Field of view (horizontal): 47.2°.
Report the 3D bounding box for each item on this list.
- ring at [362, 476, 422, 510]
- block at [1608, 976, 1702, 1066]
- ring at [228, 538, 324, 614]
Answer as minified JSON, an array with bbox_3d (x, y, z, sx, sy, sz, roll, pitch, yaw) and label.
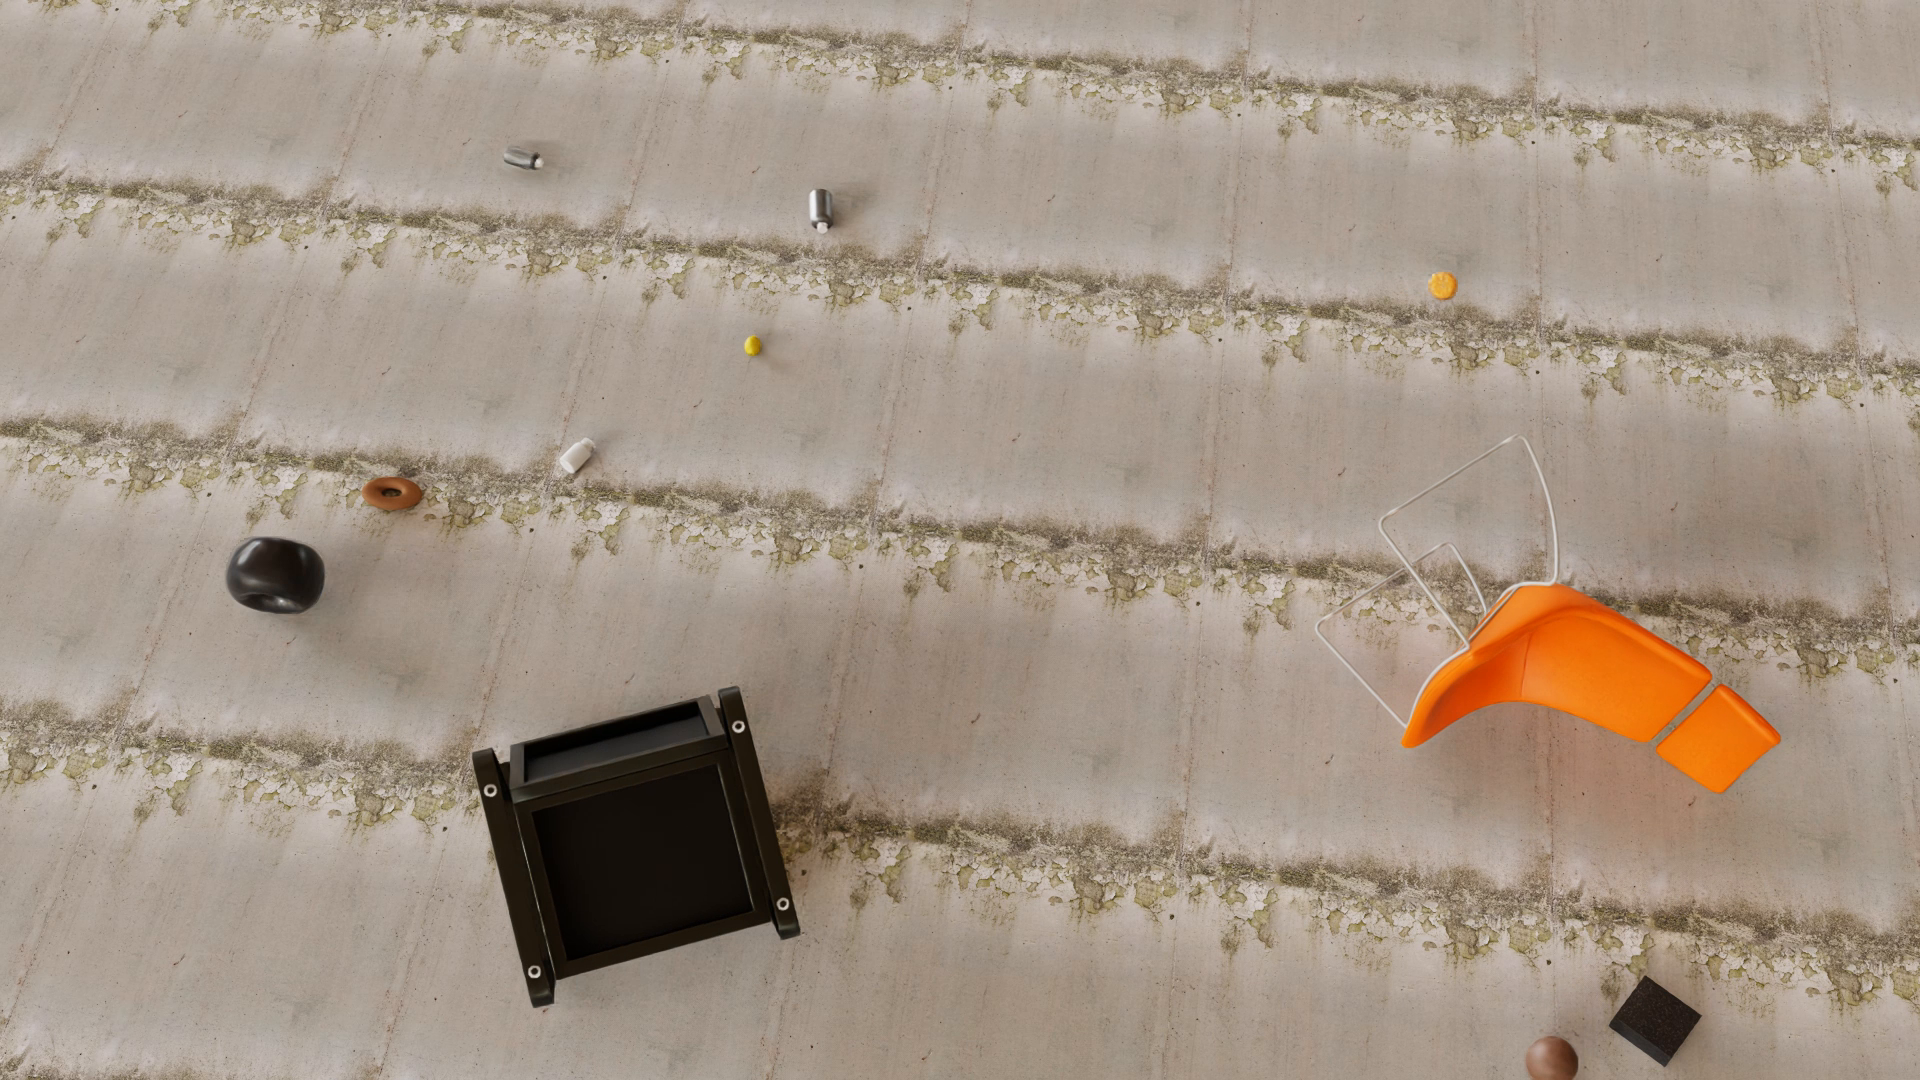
[{"bbox_3d":[-1.717,-0.141,6.646,0.185,0.038,0.115,6,55,3],"label":"ring"},{"bbox_3d":[1.800,1.246,5.697,0.169,0.068,0.150,36,63,22],"label":"block"},{"bbox_3d":[-1.968,0.105,6.331,0.265,0.311,0.169,20,67,-33],"label":"ring"}]
